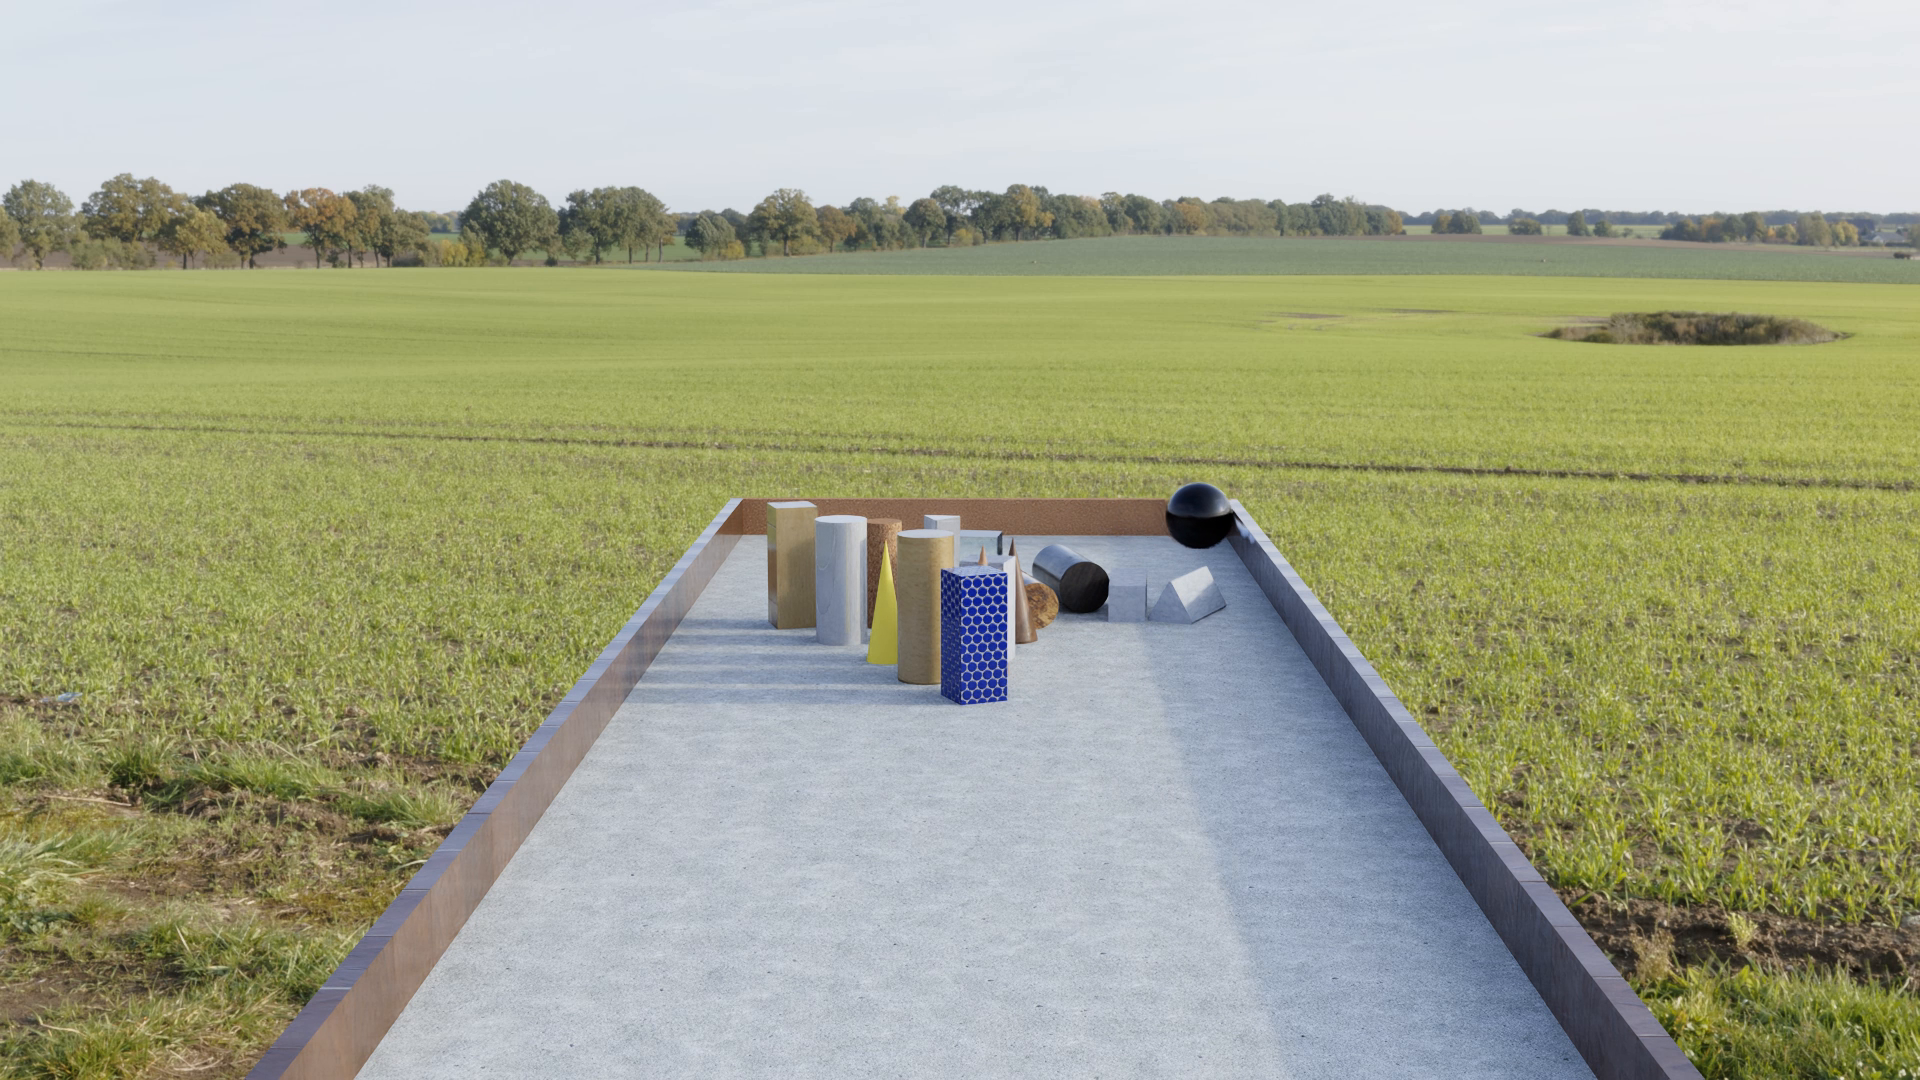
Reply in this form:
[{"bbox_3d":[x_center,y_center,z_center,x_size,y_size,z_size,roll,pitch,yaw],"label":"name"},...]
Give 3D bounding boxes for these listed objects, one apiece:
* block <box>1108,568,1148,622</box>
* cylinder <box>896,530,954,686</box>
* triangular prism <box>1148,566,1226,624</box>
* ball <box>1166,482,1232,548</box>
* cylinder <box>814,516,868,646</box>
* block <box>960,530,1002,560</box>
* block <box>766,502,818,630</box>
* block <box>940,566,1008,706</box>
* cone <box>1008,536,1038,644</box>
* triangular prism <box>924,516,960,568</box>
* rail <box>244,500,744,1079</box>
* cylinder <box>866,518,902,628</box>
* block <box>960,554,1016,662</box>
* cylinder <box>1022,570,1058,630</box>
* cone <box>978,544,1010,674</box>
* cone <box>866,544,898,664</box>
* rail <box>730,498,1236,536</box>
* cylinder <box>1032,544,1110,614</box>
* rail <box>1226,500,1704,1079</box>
[{"bbox_3d":[0.570,0.186,7.447,0.123,0.123,0.346,1,9,6],"label":"block"},{"bbox_3d":[-0.100,0.194,6.409,0.166,0.431,0.166,0,9,0],"label":"cylinder"},{"bbox_3d":[0.769,0.180,7.421,0.156,0.135,0.343,4,10,26],"label":"triangular prism"},{"bbox_3d":[0.952,-0.098,8.774,0.267,0.267,0.267,0,9,0],"label":"ball"},{"bbox_3d":[-0.376,0.127,6.960,0.165,0.391,0.165,0,9,0],"label":"cylinder"},{"bbox_3d":[0.061,0.131,7.198,0.139,0.308,0.139,1,9,8],"label":"block"},{"bbox_3d":[-0.549,0.081,7.222,0.138,0.399,0.138,-3,9,-17],"label":"block"},{"bbox_3d":[0.039,0.265,6.174,0.141,0.364,0.141,-4,10,-24],"label":"block"},{"bbox_3d":[0.168,0.153,6.988,0.163,0.331,0.163,0,9,0],"label":"cone"},{"bbox_3d":[-0.075,0.122,6.974,0.100,0.396,0.115,8,12,40],"label":"triangular prism"},{"bbox_3d":[-1.004,0.839,3.234,0.050,0.150,12.000,0,9,1],"label":"rail"},{"bbox_3d":[-0.253,0.110,7.203,0.124,0.348,0.124,0,9,0],"label":"cylinder"},{"bbox_3d":[0.083,0.212,6.669,0.138,0.315,0.138,3,9,16],"label":"block"},{"bbox_3d":[0.194,0.182,7.368,0.153,0.153,0.441,-2,9,-14],"label":"cylinder"},{"bbox_3d":[0.063,0.199,6.492,0.177,0.389,0.177,2,8,0],"label":"cone"},{"bbox_3d":[-0.224,0.181,6.668,0.122,0.375,0.122,0,9,0],"label":"cone"},{"bbox_3d":[0.099,-0.098,9.147,2.100,0.150,0.050,0,9,1],"label":"rail"},{"bbox_3d":[0.381,0.132,7.610,0.176,0.176,0.379,-2,9,-12],"label":"cylinder"},{"bbox_3d":[1.046,0.843,3.208,0.050,0.150,12.000,0,9,1],"label":"rail"}]
